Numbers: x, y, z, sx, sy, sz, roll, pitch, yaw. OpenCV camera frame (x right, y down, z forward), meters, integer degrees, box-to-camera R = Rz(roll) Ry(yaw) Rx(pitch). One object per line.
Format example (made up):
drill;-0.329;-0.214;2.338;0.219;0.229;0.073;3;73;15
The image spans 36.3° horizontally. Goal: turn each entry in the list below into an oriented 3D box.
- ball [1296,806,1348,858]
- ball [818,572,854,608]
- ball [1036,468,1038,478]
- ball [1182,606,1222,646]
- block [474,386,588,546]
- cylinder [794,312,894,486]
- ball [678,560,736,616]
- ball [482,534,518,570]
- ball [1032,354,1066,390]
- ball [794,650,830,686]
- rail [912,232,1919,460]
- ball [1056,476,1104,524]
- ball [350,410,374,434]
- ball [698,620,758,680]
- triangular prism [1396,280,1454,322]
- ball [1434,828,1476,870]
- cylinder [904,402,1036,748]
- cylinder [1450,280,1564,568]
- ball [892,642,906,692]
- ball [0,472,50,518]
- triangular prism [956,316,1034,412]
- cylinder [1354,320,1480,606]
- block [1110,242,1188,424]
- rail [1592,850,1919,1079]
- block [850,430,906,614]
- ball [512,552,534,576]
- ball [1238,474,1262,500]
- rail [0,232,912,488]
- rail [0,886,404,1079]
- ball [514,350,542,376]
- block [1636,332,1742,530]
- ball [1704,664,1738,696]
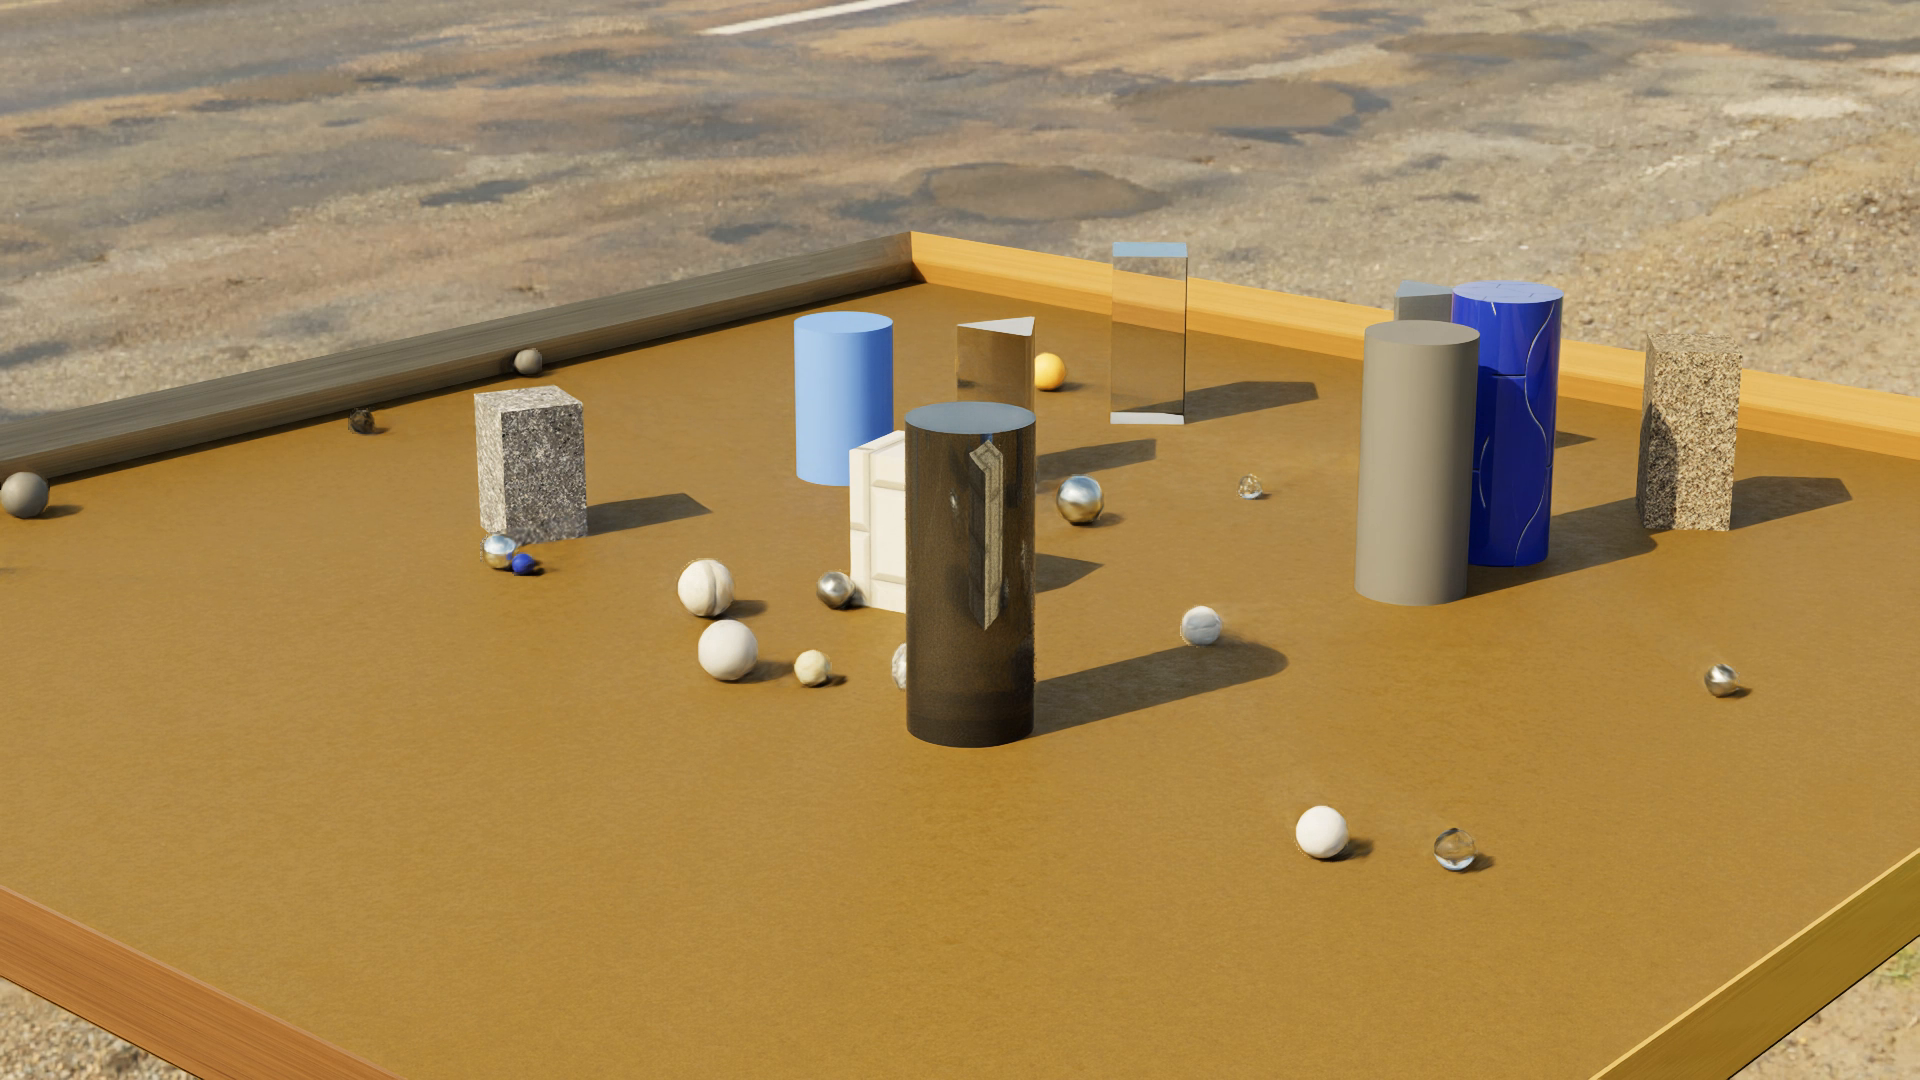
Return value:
ball;0.495;0.399;4.004;0.071;0.071;0.071;0;17;0
ball;-0.213;0.086;5.056;0.063;0.063;0.063;0;17;0
ball;0.116;-0.130;5.755;0.073;0.073;0.073;0;17;0
ball;0.401;0.143;4.861;0.066;0.066;0.066;0;17;0
block;-0.800;-0.139;5.467;0.157;0.257;0.157;-8;19;-26
cylinder;-0.231;-0.284;5.855;0.196;0.310;0.196;0;17;0
ball;-0.432;0.082;5.009;0.098;0.098;0.098;0;17;0
ball;-0.826;0.021;5.268;0.065;0.065;0.065;0;17;0
ball;0.195;-0.376;6.555;0.082;0.082;0.082;0;17;0
ball;-0.236;0.204;4.676;0.056;0.056;0.056;0;17;0
rail;1.269;-0.390;6.520;3.744;0.127;0.045;14;22;39
ball;0.227;-0.076;5.542;0.092;0.092;0.092;0;17;0
ball;-1.261;-0.249;6.185;0.052;0.052;0.052;0;17;0
ball;-0.372;0.176;4.696;0.098;0.098;0.098;0;17;0
triangular prism;0.922;-0.333;5.927;0.170;0.363;0.147;-5;17;-16
ball;0.669;0.418;3.965;0.056;0.056;0.056;0;17;0
cylinder;0.015;0.051;4.435;0.196;0.488;0.196;0;17;0
cylinder;0.980;-0.211;5.310;0.196;0.486;0.196;0;17;0
ball;-0.060;0.200;4.621;0.095;0.095;0.095;0;17;0
ball;-1.781;-0.087;5.587;0.088;0.088;0.088;0;17;0
triangular prism;0.105;-0.286;5.874;0.170;0.302;0.147;11;20;33
cylinder;0.793;-0.135;5.099;0.196;0.462;0.196;0;17;0
block;0.404;-0.445;6.296;0.157;0.363;0.157;1;17;3
rail;1.396;0.382;3.960;0.045;0.127;3.919;14;22;39
block;-0.081;-0.030;5.074;0.157;0.274;0.157;10;19;29
ball;-0.780;0.043;5.238;0.040;0.040;0.040;0;17;0
ball;0.565;-0.103;5.709;0.048;0.048;0.048;0;17;0
rail;-1.396;-0.318;6.280;0.045;0.127;3.919;14;22;39
rail;-1.269;0.454;3.720;3.744;0.127;0.045;14;22;39
ball;-0.986;-0.404;6.687;0.061;0.061;0.061;0;17;0
block;1.375;-0.205;5.541;0.157;0.341;0.157;2;17;7
ball;1.202;0.221;4.627;0.051;0.051;0.051;0;17;0
